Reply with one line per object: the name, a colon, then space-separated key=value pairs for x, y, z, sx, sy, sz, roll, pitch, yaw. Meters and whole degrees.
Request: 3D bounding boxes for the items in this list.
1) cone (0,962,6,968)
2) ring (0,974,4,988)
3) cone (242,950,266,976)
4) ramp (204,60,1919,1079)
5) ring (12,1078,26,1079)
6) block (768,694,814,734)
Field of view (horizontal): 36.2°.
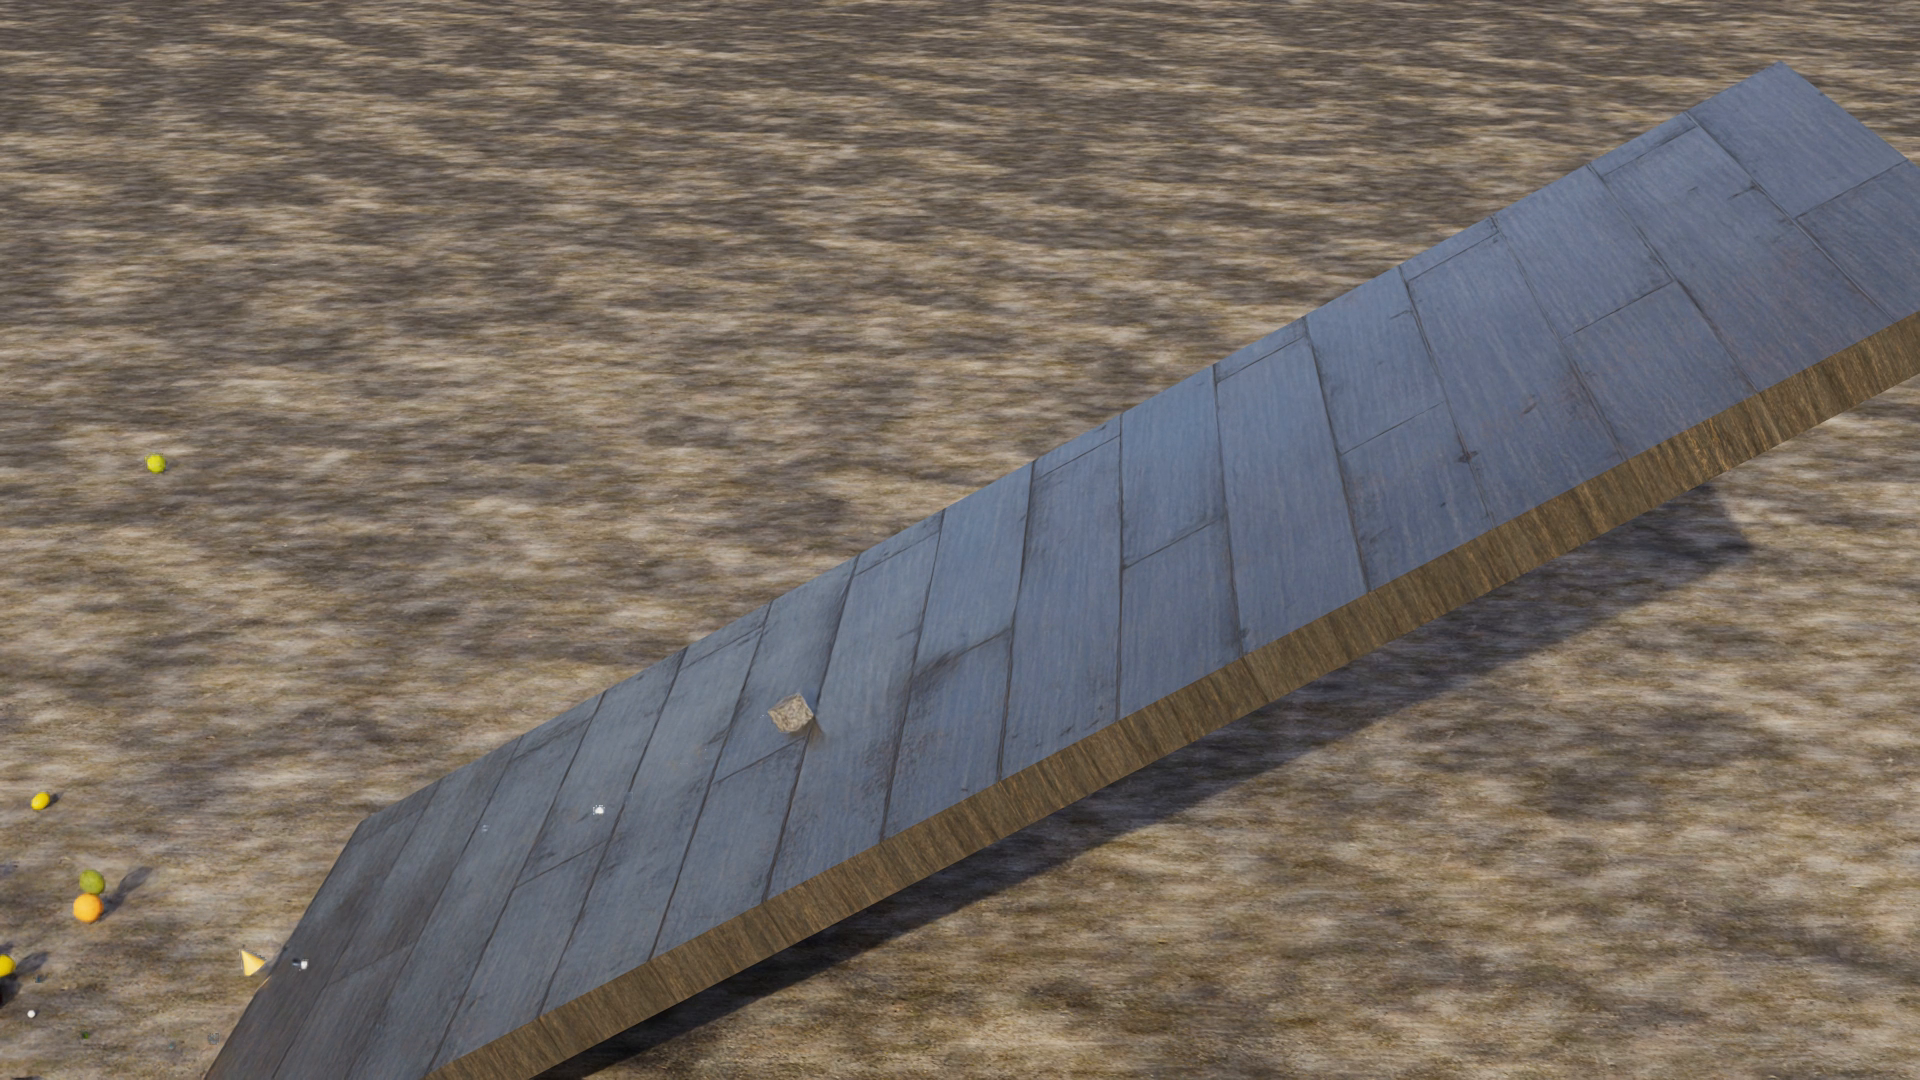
cone: x=-2.313 y=1.009 z=7.018 sx=0.072 sy=0.072 sz=0.072 roll=22 pitch=11 yaw=-20
ring: x=-2.318 y=1.041 z=6.899 sx=0.144 sy=0.048 sz=0.144 roll=0 pitch=17 yaw=0
cone: x=-1.673 y=0.985 z=6.914 sx=0.056 sy=0.056 sz=0.056 roll=-31 pitch=14 yaw=9
ramp: x=0.142 y=0.168 z=6.284 sx=4.000 sy=0.100 sz=2.000 roll=-28 pitch=15 yaw=12
ring: x=-2.067 y=1.206 z=6.437 sx=0.083 sy=0.028 sz=0.083 roll=0 pitch=20 yaw=0
block: x=-0.363 y=0.372 z=6.301 sx=0.058 sy=0.058 sz=0.058 roll=-13 pitch=23 yaw=51
